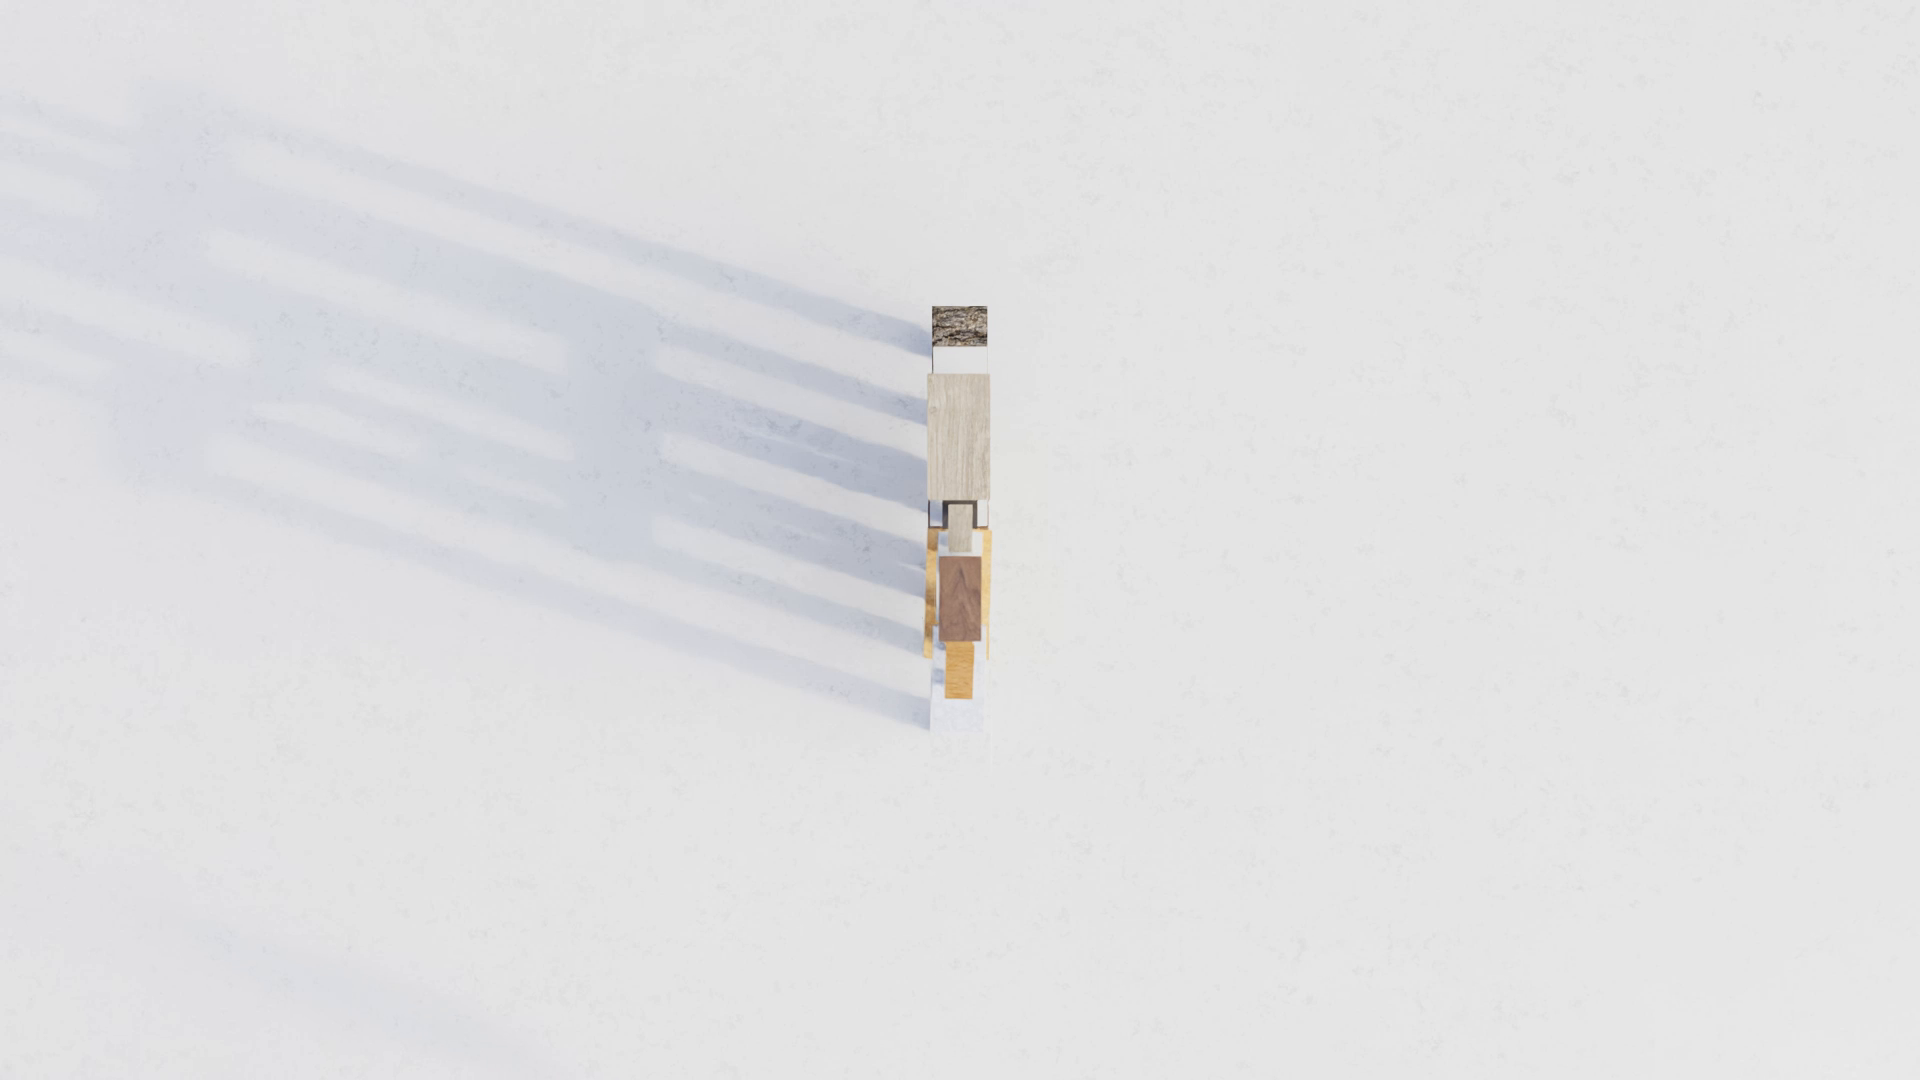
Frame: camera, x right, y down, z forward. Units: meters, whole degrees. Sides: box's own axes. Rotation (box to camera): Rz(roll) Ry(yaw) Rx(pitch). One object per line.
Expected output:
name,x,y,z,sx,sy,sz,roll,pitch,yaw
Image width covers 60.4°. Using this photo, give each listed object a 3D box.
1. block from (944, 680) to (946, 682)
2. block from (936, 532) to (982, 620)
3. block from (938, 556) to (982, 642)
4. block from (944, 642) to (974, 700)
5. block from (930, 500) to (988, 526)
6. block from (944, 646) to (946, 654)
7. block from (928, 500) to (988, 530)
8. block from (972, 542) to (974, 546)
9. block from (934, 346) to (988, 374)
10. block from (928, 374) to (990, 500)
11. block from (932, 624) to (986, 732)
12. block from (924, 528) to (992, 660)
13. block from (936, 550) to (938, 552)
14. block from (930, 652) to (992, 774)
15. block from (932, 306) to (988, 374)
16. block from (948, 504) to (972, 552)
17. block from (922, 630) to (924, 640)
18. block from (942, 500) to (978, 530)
block,-0.005,0.365,4.111,0.069,0.138,0.020,1,90,0
block,-0.002,0.094,4.243,0.115,0.033,0.230,2,89,0
block,0.001,0.142,3.954,0.102,0.029,0.204,0,85,0
block,-0.001,0.319,4.027,0.069,0.020,0.138,2,95,0
block,-0.004,-0.192,4.442,0.154,0.044,0.308,0,90,0
block,-0.002,0.274,4.103,0.069,0.138,0.020,1,87,1
block,-0.005,-0.180,4.796,0.175,0.050,0.351,0,90,0
block,0.003,0.012,4.161,0.059,0.133,0.017,2,89,0
block,0.001,-0.348,4.133,0.134,0.038,0.268,0,90,0
block,-0.003,-0.237,3.804,0.145,0.041,0.290,0,90,0
block,-0.002,0.352,4.198,0.135,0.038,0.270,1,92,0
block,-0.006,0.147,4.515,0.177,0.050,0.354,2,90,0
block,-0.002,0.017,4.376,0.115,0.230,0.033,2,89,0
block,0.004,0.500,4.795,0.175,0.050,0.351,0,90,0
block,-0.001,-0.518,4.823,0.163,0.046,0.326,0,90,0
block,0.001,-0.029,4.087,0.059,0.017,0.118,1,89,0
block,-0.016,0.266,4.719,0.177,0.354,0.050,3,90,-2
block,0.000,-0.118,4.226,0.090,0.026,0.181,0,90,0
